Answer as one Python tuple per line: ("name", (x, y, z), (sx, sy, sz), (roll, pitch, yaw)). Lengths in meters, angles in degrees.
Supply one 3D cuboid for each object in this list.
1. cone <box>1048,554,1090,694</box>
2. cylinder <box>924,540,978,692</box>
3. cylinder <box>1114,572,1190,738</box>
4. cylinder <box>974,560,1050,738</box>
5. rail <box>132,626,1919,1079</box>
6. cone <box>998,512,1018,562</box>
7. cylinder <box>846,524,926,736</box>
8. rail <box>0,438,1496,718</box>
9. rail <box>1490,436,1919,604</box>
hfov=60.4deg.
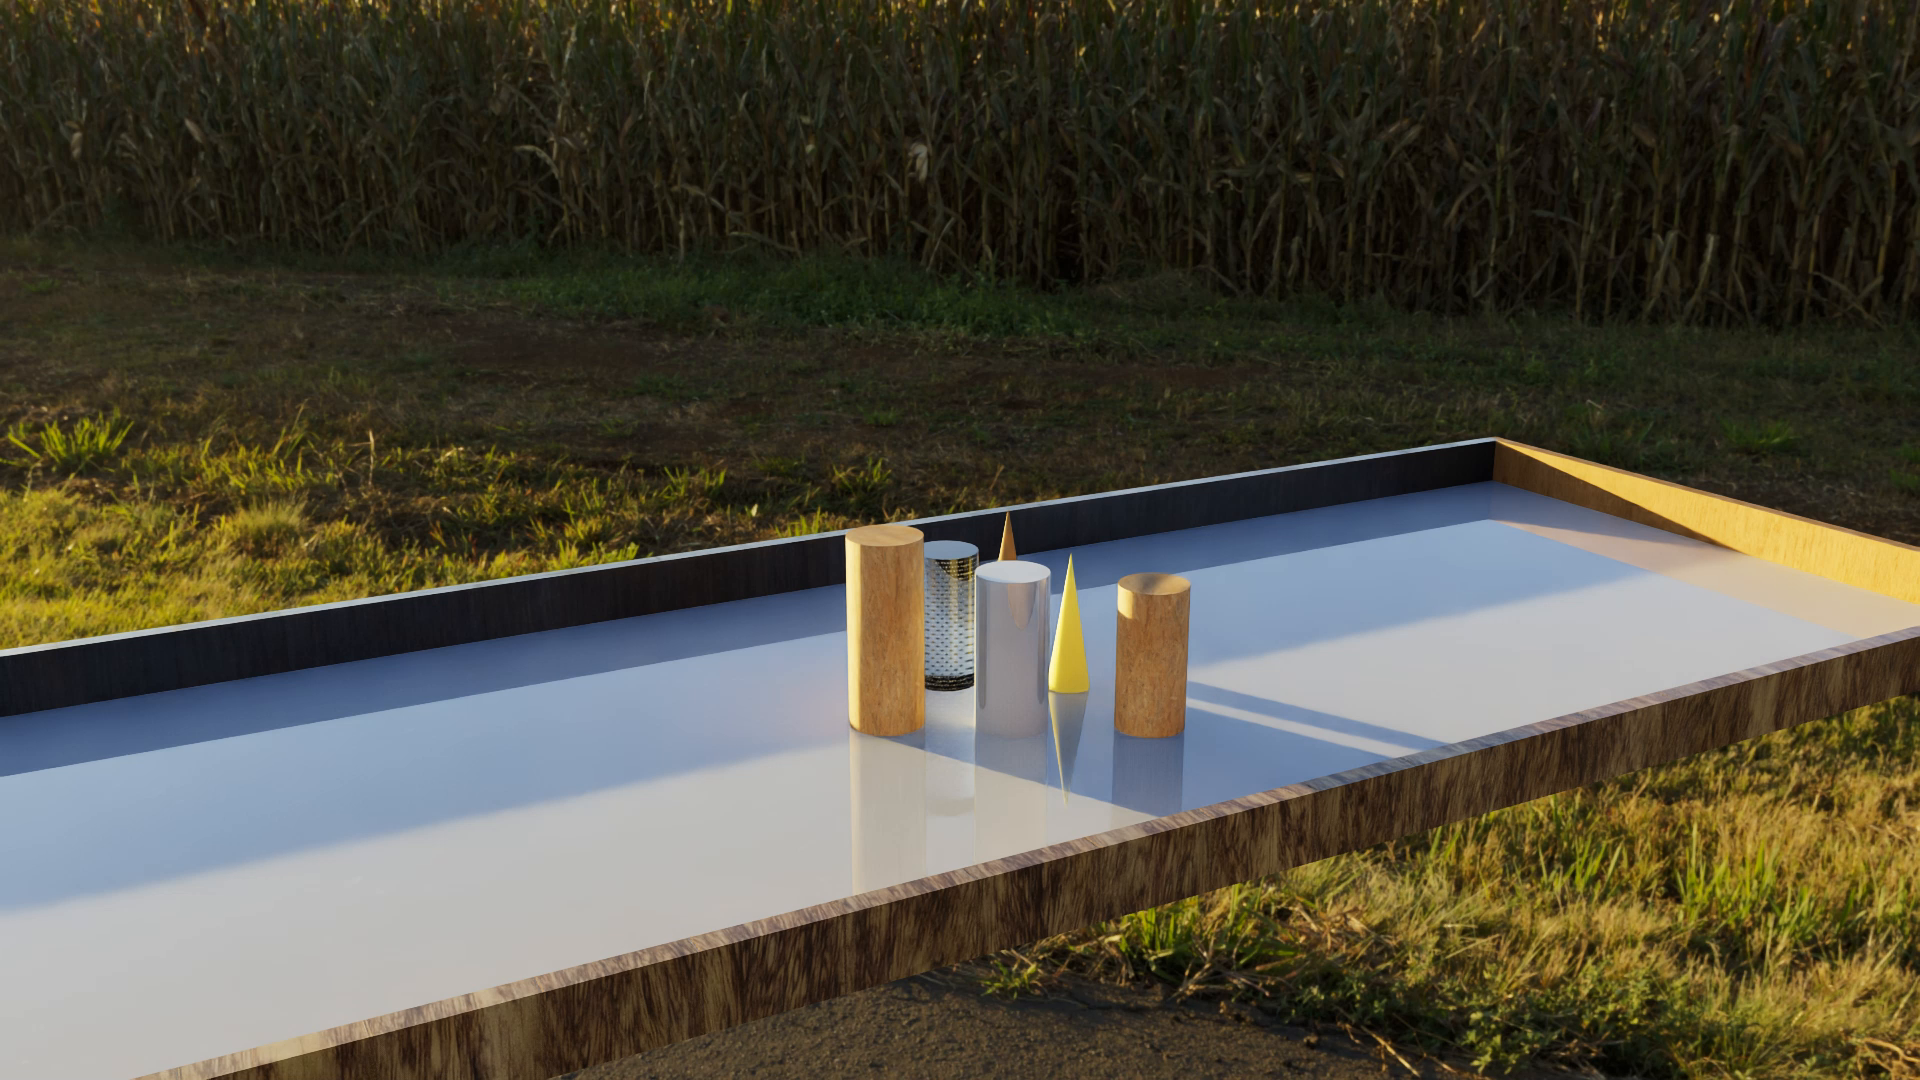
("cone", (0.270, 0.197, 4.070), (0.108, 0.347, 0.108), (0, 16, 0))
("cylinder", (-0.035, 0.188, 4.110), (0.162, 0.342, 0.162), (0, 16, 0))
("cylinder", (0.445, 0.267, 3.831), (0.166, 0.347, 0.166), (0, 16, 0))
("cylinder", (0.121, 0.253, 3.829), (0.174, 0.376, 0.174), (0, 16, 0))
("rail", (-2.336, 1.006, 1.665), (12.000, 0.150, 0.050), (-9, 18, -27))
("cone", (0.125, 0.099, 4.335), (0.132, 0.384, 0.132), (0, 16, 0))
("cylinder", (-0.172, 0.208, 3.834), (0.179, 0.458, 0.179), (0, 16, 0))
("rail", (-3.305, 0.497, 3.399), (12.000, 0.150, 0.050), (-9, 18, -27))
("rail", (2.466, -0.048, 5.253), (0.050, 0.150, 2.100), (-9, 18, -27))
